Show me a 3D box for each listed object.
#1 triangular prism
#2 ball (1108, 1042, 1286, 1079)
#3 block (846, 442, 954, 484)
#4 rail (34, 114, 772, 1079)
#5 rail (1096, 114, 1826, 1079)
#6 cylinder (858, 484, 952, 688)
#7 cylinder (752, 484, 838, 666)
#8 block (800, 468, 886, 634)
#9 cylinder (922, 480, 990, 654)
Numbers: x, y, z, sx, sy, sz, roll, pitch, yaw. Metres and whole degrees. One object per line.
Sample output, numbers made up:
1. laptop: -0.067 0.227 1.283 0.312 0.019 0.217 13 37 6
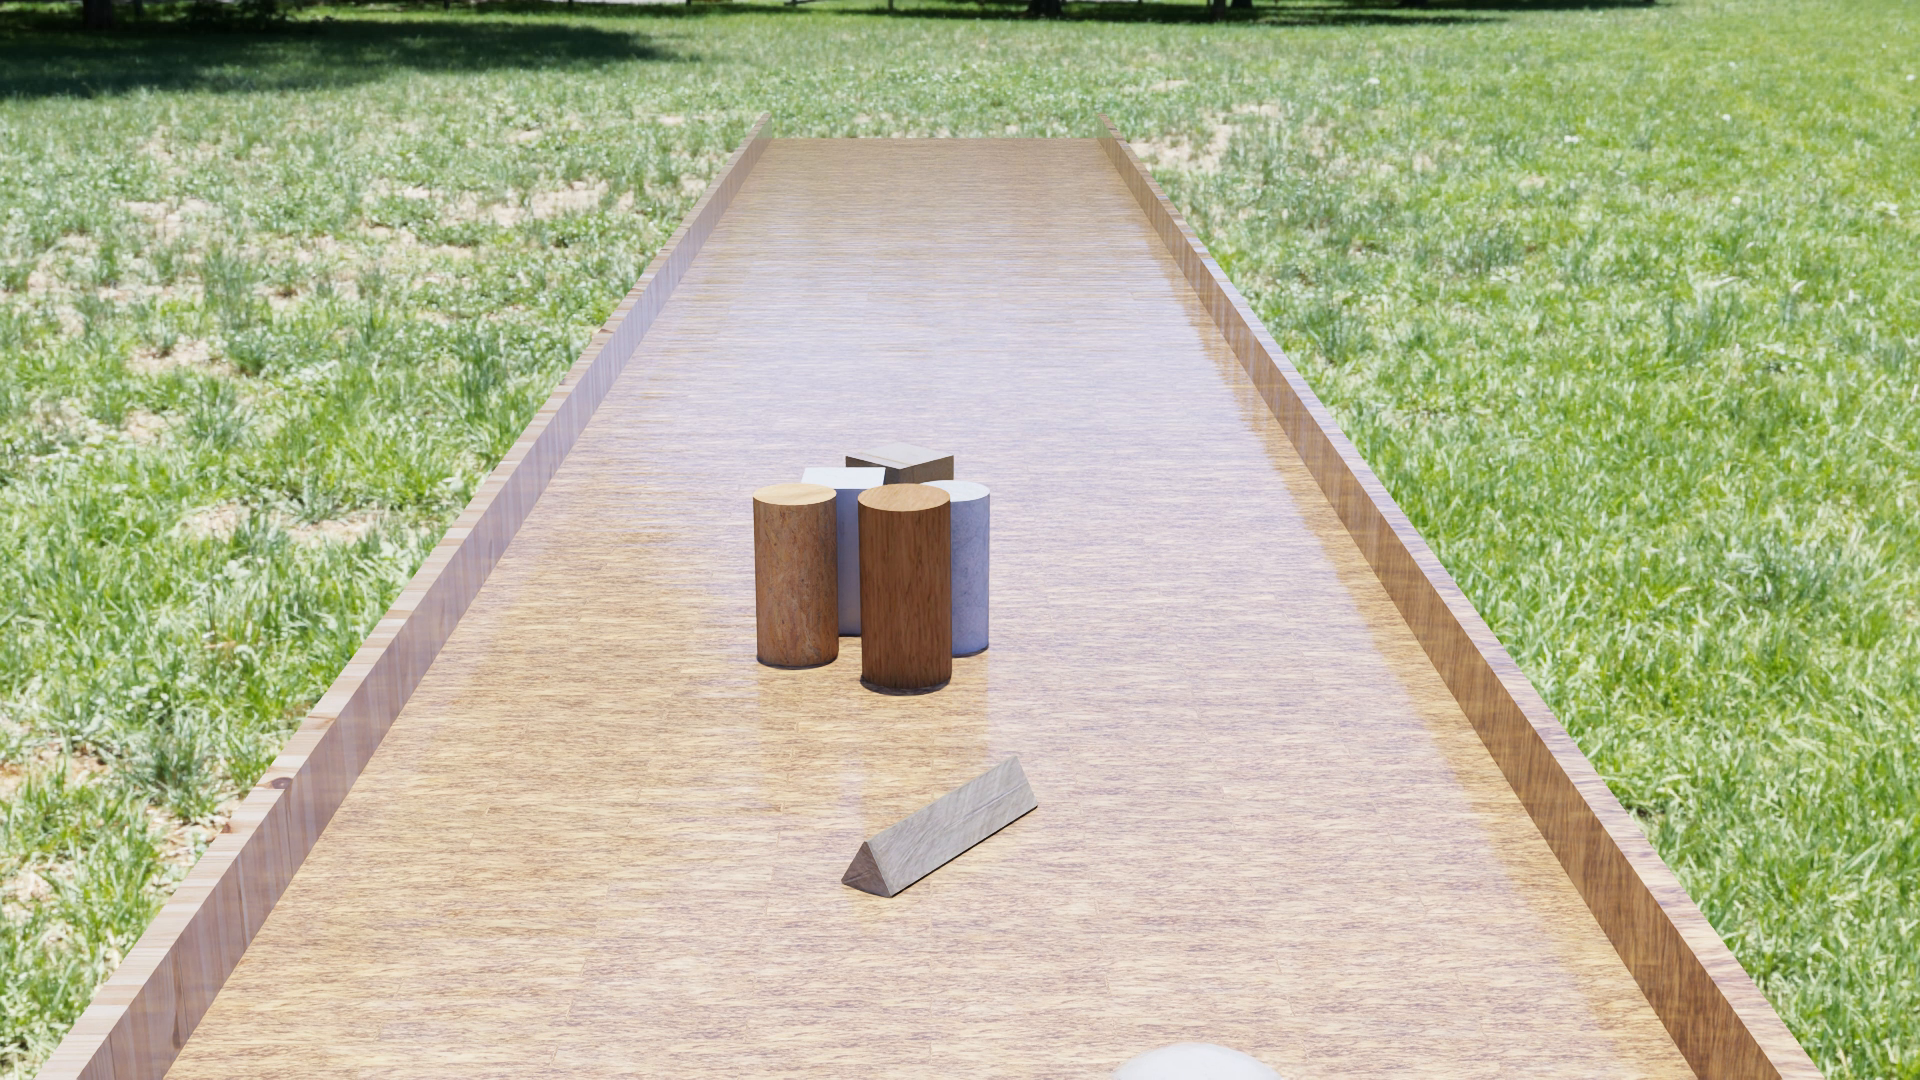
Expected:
1. triangular prism: -0.026 0.452 3.556 0.094 0.082 0.424 11 20 33
2. ball: 0.260 0.694 2.398 0.283 0.283 0.283 0 17 0
3. block: -0.130 -0.032 4.782 0.165 0.315 0.165 15 22 41
4. rail: -1.118 -0.838 7.780 0.050 0.150 12.000 0 17 -1
5. rail: 0.932 -0.844 7.801 0.050 0.150 12.000 0 17 -1
6. cylinder: -0.106 0.089 4.284 0.178 0.361 0.178 0 18 0
7. cylinder: -0.328 0.068 4.415 0.165 0.333 0.165 0 17 0
8. block: -0.243 0.021 4.609 0.169 0.312 0.169 0 17 1
9. cylinder: -0.021 0.055 4.479 0.163 0.321 0.163 0 16 0
